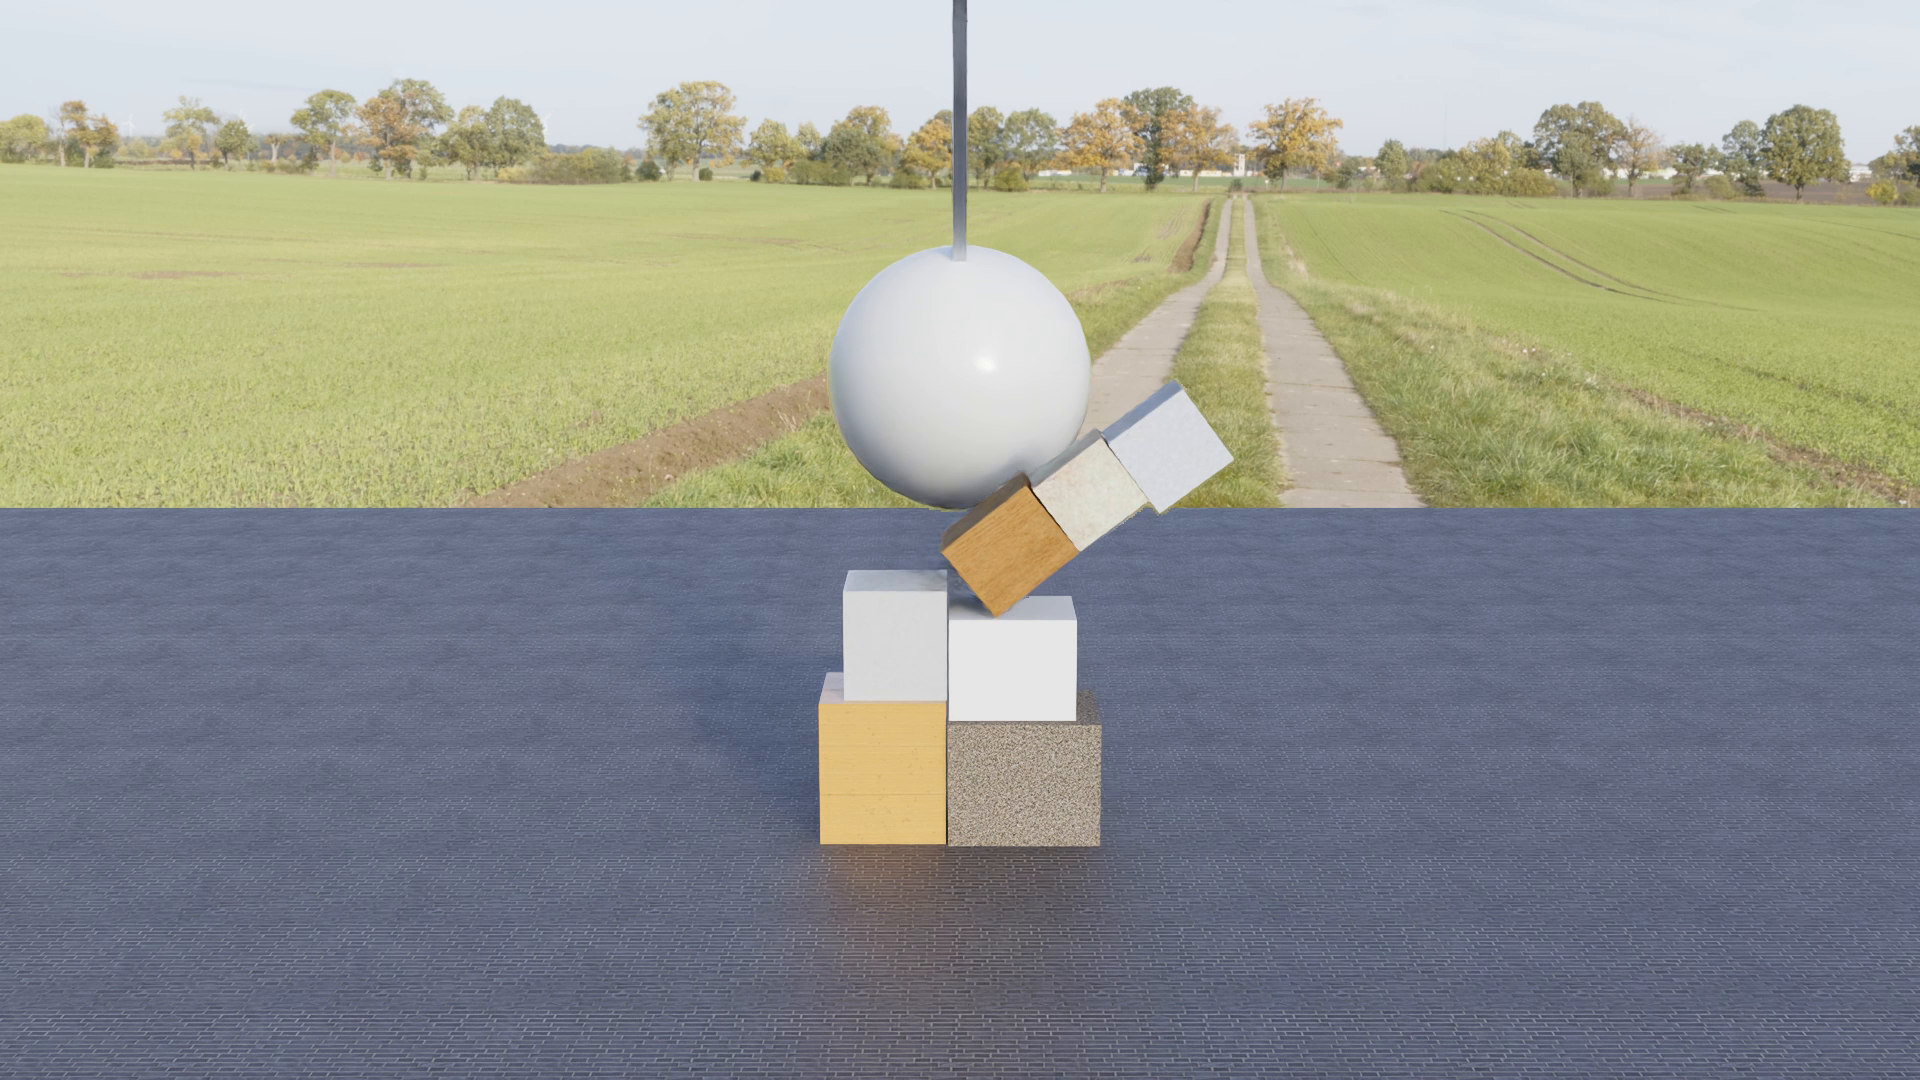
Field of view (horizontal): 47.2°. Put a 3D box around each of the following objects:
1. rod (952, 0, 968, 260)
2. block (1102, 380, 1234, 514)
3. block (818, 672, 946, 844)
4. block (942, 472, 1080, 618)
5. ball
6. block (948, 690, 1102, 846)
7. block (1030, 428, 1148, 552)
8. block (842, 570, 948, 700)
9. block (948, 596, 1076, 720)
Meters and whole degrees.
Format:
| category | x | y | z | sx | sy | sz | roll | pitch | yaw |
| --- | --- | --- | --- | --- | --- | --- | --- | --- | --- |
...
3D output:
| category | x | y | z | sx | sy | sz | roll | pitch | yaw |
| --- | --- | --- | --- | --- | --- | --- | --- | --- | --- |
| rod | 0.000 | -3.841 | 11.493 | 0.080 | 5.200 | 0.080 | 0 | 33 | 0 |
| block | 1.044 | -0.478 | 11.107 | 0.458 | 0.439 | 0.418 | -36 | 9 | 6 |
| block | -0.388 | 1.119 | 11.373 | 0.635 | 0.730 | 0.663 | 0 | 10 | 0 |
| block | 0.251 | 0.016 | 11.189 | 0.535 | 0.435 | 0.508 | -38 | 8 | 6 |
| ball | 0.000 | -0.983 | 13.334 | 1.600 | 1.600 | 1.600 | 0 | 10 | 0 |
| block | 0.323 | 1.169 | 11.373 | 0.766 | 0.630 | 0.713 | 0 | 10 | 0 |
| block | 0.647 | -0.261 | 11.134 | 0.428 | 0.395 | 0.442 | -37 | 8 | 6 |
| block | -0.324 | 0.482 | 11.273 | 0.517 | 0.558 | 0.554 | 0 | 10 | 0 |
| block | 0.264 | 0.601 | 11.297 | 0.638 | 0.516 | 0.596 | 0 | 10 | 0 |
